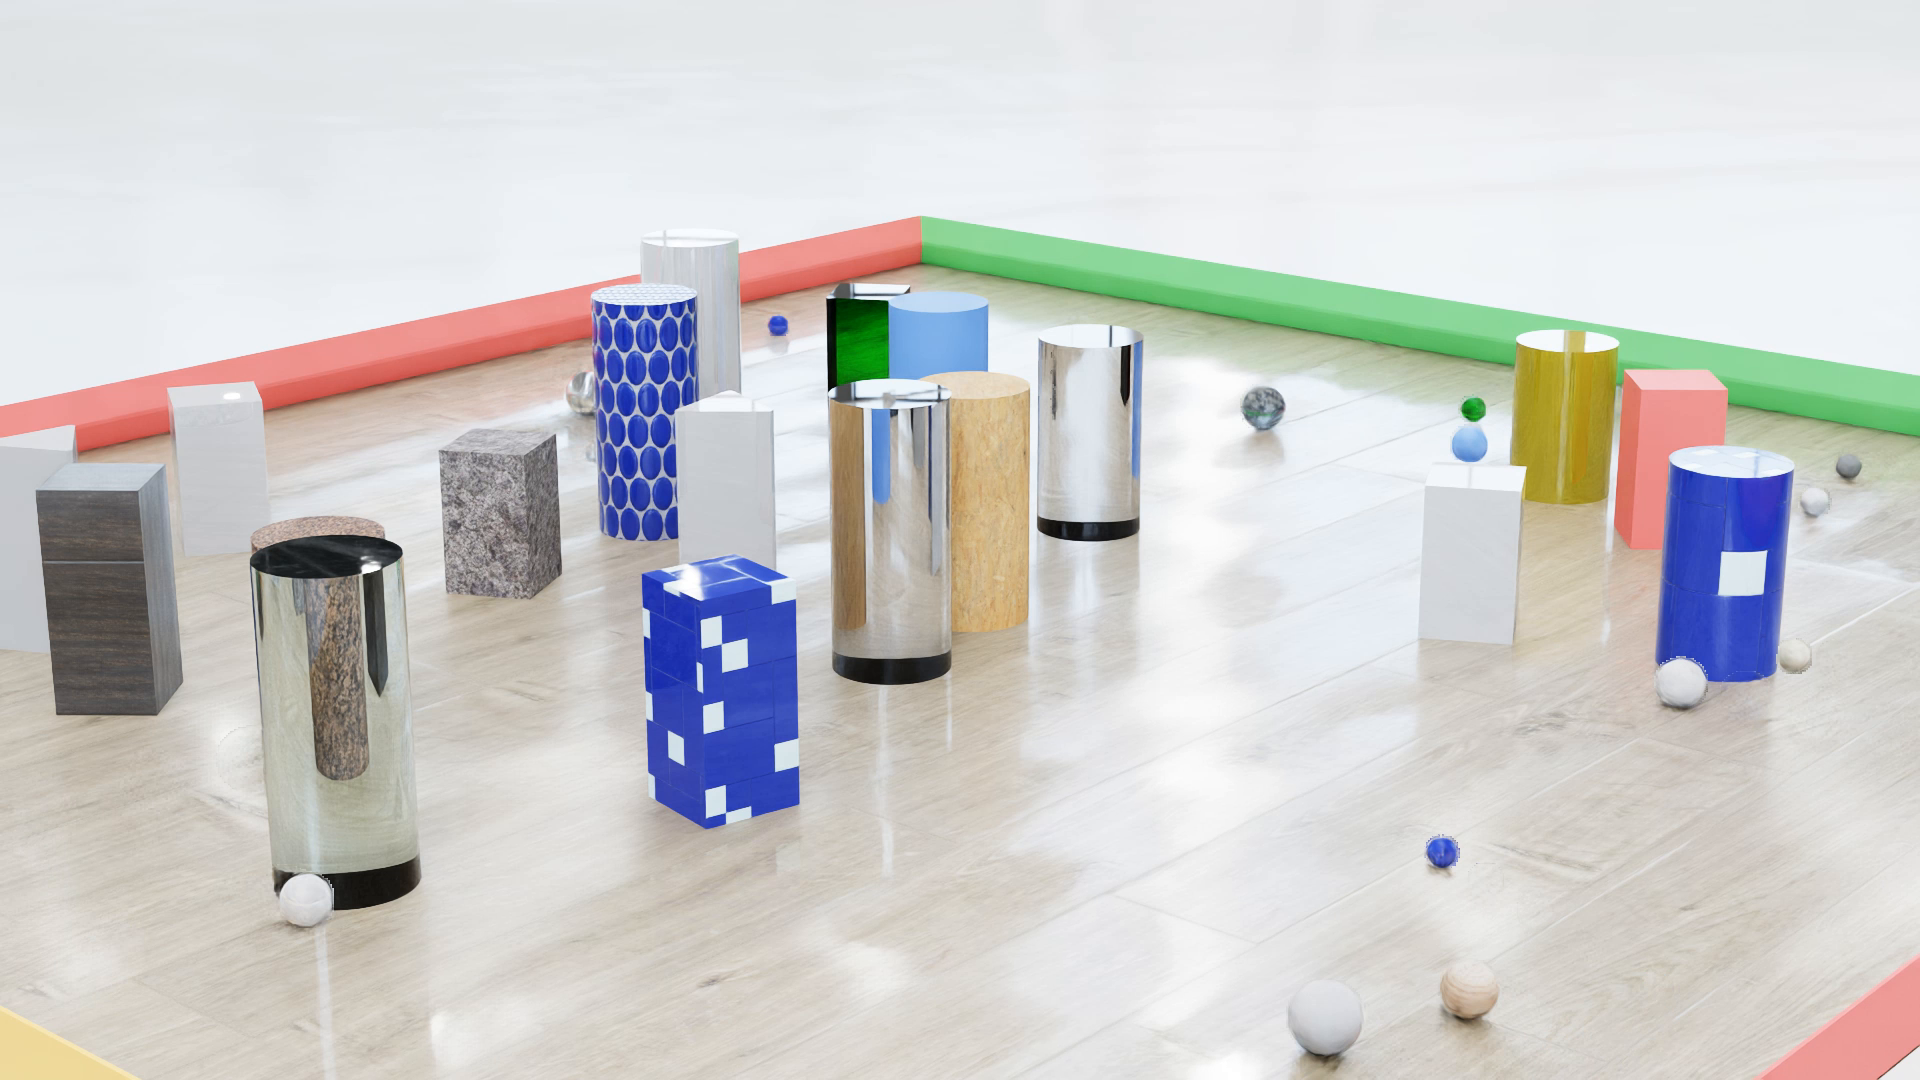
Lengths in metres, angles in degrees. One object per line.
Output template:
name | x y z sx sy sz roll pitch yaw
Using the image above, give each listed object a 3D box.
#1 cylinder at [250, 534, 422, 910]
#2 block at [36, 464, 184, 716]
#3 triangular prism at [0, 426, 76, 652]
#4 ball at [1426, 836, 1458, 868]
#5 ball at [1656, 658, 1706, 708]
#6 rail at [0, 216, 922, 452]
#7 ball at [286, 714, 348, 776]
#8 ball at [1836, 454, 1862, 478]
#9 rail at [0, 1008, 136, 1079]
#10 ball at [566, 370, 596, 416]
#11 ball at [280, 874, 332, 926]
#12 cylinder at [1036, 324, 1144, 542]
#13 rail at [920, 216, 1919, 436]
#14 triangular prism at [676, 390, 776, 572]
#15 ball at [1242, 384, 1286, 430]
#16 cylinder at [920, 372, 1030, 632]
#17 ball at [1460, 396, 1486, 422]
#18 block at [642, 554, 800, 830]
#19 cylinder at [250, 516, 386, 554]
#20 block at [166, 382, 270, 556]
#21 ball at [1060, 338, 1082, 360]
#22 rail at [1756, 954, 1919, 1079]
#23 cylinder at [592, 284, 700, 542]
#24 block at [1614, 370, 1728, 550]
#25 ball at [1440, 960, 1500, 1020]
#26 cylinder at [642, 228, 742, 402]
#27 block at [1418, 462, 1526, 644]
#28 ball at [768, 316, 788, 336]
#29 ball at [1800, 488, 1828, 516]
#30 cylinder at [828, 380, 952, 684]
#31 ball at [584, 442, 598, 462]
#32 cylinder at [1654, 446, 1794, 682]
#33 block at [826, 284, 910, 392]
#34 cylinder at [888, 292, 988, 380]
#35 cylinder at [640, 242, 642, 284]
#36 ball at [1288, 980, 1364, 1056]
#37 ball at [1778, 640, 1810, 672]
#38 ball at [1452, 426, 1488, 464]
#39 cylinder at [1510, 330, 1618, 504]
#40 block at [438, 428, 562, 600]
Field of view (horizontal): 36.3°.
cylinder | -0.821 0.239 3.867 0.196 0.456 0.196 0 17 0
block | -1.323 0.076 4.569 0.156 0.363 0.156 0 17 0
triangular prism | -1.494 -0.003 4.854 0.169 0.350 0.147 5 17 15
ball | 0.653 0.423 3.974 0.041 0.041 0.041 0 17 0
ball | 1.126 0.223 4.577 0.076 0.076 0.076 0 17 0
rail | -1.494 -0.343 6.362 0.045 0.127 4.290 14 22 39
ball | -0.938 0.300 4.281 0.090 0.090 0.090 0 17 0
ball | 1.773 -0.147 5.850 0.050 0.050 0.050 0 17 0
rail | -1.391 0.494 3.587 4.006 0.127 0.045 14 22 39
ball | -0.803 -0.316 6.329 0.098 0.098 0.098 0 17 0
ball | -0.845 0.465 3.790 0.068 0.068 0.068 0 17 0
cylinder | 0.242 -0.201 5.478 0.196 0.368 0.196 0 17 0
rail | 1.391 -0.431 6.654 4.006 0.127 0.045 14 22 39
triangular prism | -0.413 -0.099 5.242 0.169 0.310 0.147 0 17 0
ball | 0.644 -0.282 6.222 0.094 0.094 0.094 0 17 0
cylinder | 0.021 -0.067 4.970 0.196 0.404 0.196 0 17 0
ball | 1.100 -0.280 6.281 0.055 0.055 0.055 0 17 0
block | -0.339 0.213 4.161 0.156 0.337 0.156 -12 21 -35
cylinder | -0.950 0.149 4.387 0.196 0.329 0.196 0 17 0
block | -1.364 -0.132 5.400 0.156 0.281 0.156 -6 18 -18
ball | 0.257 -0.445 6.838 0.051 0.051 0.051 0 17 0
rail | 1.494 0.406 3.878 0.045 0.127 4.290 14 22 39
cylinder | -0.583 -0.240 5.471 0.196 0.446 0.196 0 17 0
block | 1.312 -0.150 5.422 0.156 0.302 0.156 0 17 1
ball | 0.614 0.542 3.532 0.070 0.070 0.070 0 17 0
cylinder | -0.540 -0.385 5.928 0.196 0.460 0.196 0 17 0
block | 0.860 0.020 4.923 0.156 0.265 0.156 4 17 13
ball | -0.439 -0.518 7.081 0.050 0.050 0.050 0 17 0
ball | 1.632 -0.073 5.600 0.053 0.053 0.053 0 17 0
cylinder | -0.111 -0.014 4.709 0.196 0.455 0.196 0 17 0
ball | -0.743 -0.179 5.971 0.041 0.041 0.041 0 17 0
cylinder | 1.234 0.037 4.738 0.196 0.340 0.196 0 17 0
block | -0.199 -0.424 6.431 0.156 0.246 0.156 3 17 9
cylinder | -0.042 -0.291 5.783 0.196 0.364 0.196 0 17 0
cylinder | -0.573 -0.434 6.204 0.196 0.396 0.196 0 17 0
ball | 0.429 0.560 3.440 0.088 0.088 0.088 0 17 0
ball | 1.343 0.187 4.722 0.052 0.052 0.052 0 17 0
ball | 1.037 -0.194 5.963 0.074 0.074 0.074 0 17 0
cylinder | 1.178 -0.241 5.726 0.196 0.302 0.196 0 17 0
block | -0.806 -0.048 5.157 0.156 0.260 0.156 4 17 13
